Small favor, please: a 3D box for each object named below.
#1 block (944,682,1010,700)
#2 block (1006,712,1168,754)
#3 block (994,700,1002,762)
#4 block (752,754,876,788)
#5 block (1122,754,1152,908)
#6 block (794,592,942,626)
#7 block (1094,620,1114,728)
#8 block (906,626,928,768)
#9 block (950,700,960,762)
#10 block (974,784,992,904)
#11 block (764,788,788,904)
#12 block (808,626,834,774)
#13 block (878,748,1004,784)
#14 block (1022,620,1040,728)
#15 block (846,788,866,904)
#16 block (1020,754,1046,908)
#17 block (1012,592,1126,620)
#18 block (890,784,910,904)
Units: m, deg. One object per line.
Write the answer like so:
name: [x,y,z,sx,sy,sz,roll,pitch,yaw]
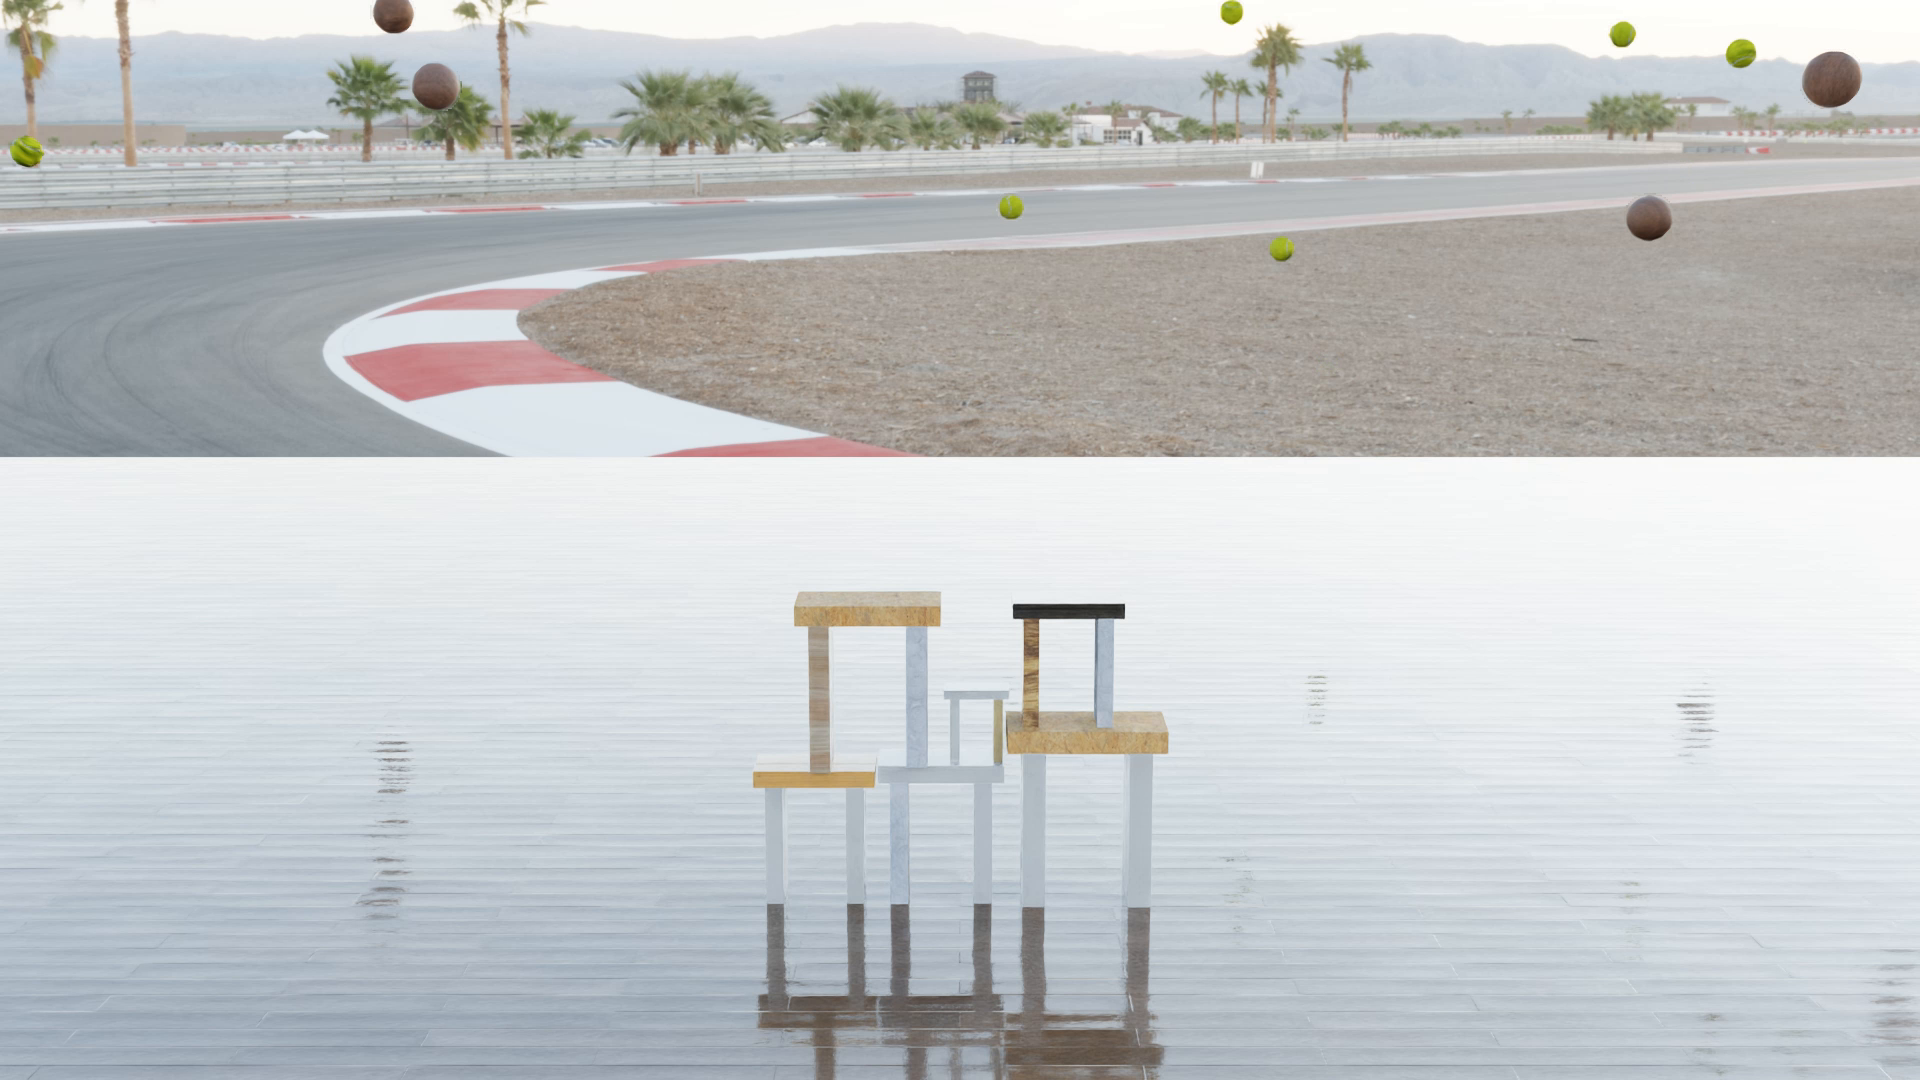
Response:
block: [0.027,0.247,3.603,0.106,0.015,0.053,0,11,0]
block: [0.207,0.316,3.617,0.260,0.037,0.130,0,11,0]
block: [0.062,0.307,3.613,0.015,0.106,0.053,0,11,0]
block: [-0.238,0.381,3.631,0.198,0.028,0.099,0,11,0]
block: [0.294,0.462,3.645,0.037,0.260,0.130,0,11,0]
block: [-0.149,0.112,3.578,0.235,0.033,0.117,0,11,0]
block: [0.236,0.208,3.603,0.026,0.181,0.090,0,11,0]
block: [-0.070,0.244,3.602,0.033,0.235,0.117,0,11,0]
block: [-0.008,0.307,3.613,0.015,0.106,0.053,0,11,0]
block: [0.038,0.488,3.653,0.029,0.206,0.103,0,11,0]
block: [-0.304,0.493,3.651,0.028,0.198,0.099,0,11,0]
block: [-0.227,0.248,3.603,0.033,0.244,0.117,0,11,0]
block: [-0.031,0.373,3.631,0.206,0.029,0.103,0,11,0]
block: [0.115,0.208,3.603,0.026,0.181,0.090,0,11,0]
block: [-0.172,0.493,3.651,0.028,0.198,0.099,0,11,0]
block: [0.120,0.462,3.645,0.037,0.260,0.130,0,11,0]
block: [0.176,0.107,3.584,0.181,0.026,0.090,0,11,0]
block: [-0.100,0.488,3.653,0.029,0.206,0.103,0,11,0]
